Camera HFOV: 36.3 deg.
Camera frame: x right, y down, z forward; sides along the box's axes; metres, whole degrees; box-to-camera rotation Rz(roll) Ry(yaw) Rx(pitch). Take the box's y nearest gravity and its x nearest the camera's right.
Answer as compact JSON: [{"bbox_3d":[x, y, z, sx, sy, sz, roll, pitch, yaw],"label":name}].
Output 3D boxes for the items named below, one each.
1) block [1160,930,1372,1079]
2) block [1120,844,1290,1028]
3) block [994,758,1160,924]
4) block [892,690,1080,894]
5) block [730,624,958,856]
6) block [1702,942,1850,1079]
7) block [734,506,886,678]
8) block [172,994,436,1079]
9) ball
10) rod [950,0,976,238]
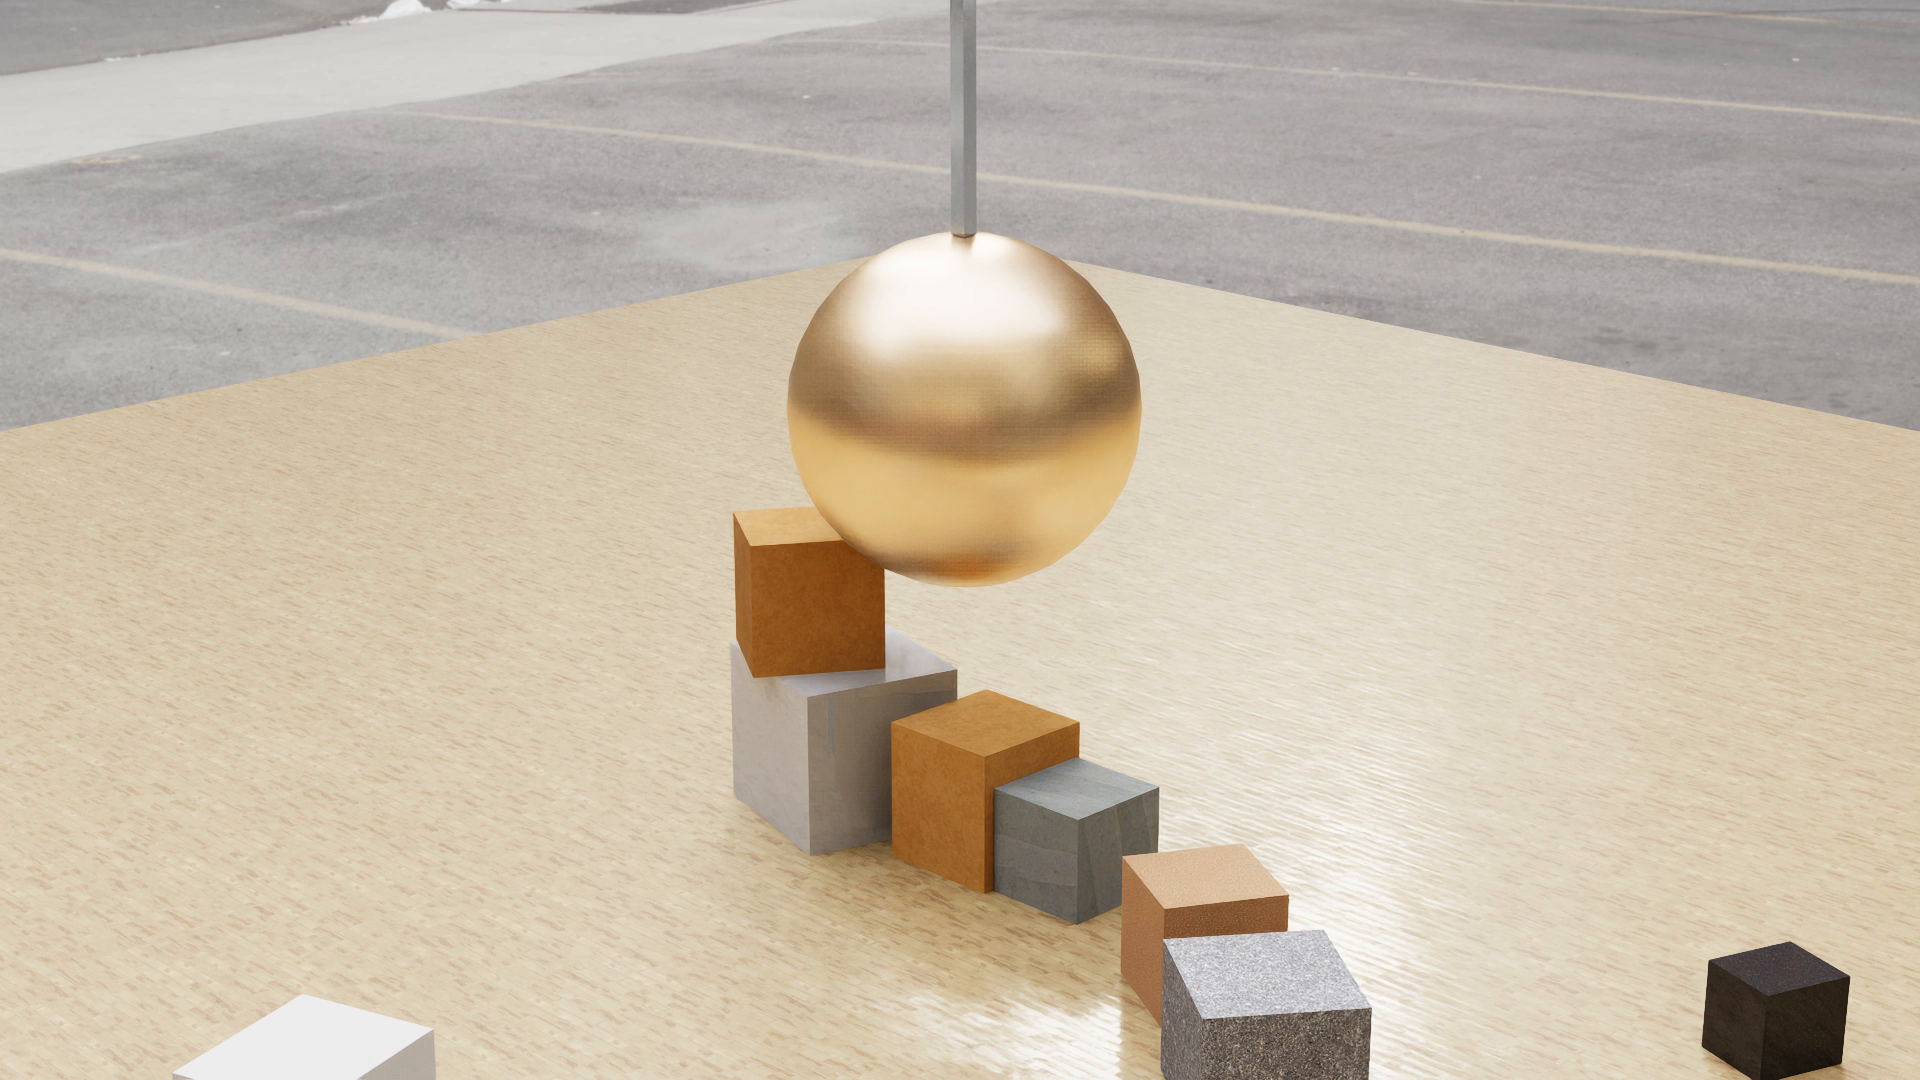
[{"bbox_3d":[1.166,1.922,11.290,0.646,0.563,0.693,-2,18,-8],"label":"block"},{"bbox_3d":[1.013,1.643,12.225,0.537,0.534,0.544,-5,18,-14],"label":"block"},{"bbox_3d":[0.525,1.349,13.217,0.538,0.501,0.511,-17,24,-42],"label":"block"},{"bbox_3d":[0.118,1.153,13.564,0.620,0.666,0.605,-17,24,-42],"label":"block"},{"bbox_3d":[-0.560,0.927,14.079,0.784,0.789,0.857,-9,20,-27],"label":"block"},{"bbox_3d":[3.256,1.884,11.710,0.413,0.384,0.356,-8,19,-24],"label":"block"},{"bbox_3d":[-0.716,0.233,13.893,0.627,0.645,0.564,-4,18,-12],"label":"block"},{"bbox_3d":[-2.313,2.125,10.455,0.597,0.677,0.691,9,20,26],"label":"block"},{"bbox_3d":[0.020,-0.585,13.178,1.600,1.600,1.600,0,17,0],"label":"ball"},{"bbox_3d":[0.009,-3.825,12.149,0.080,5.200,0.080,17,24,42],"label":"rod"}]
